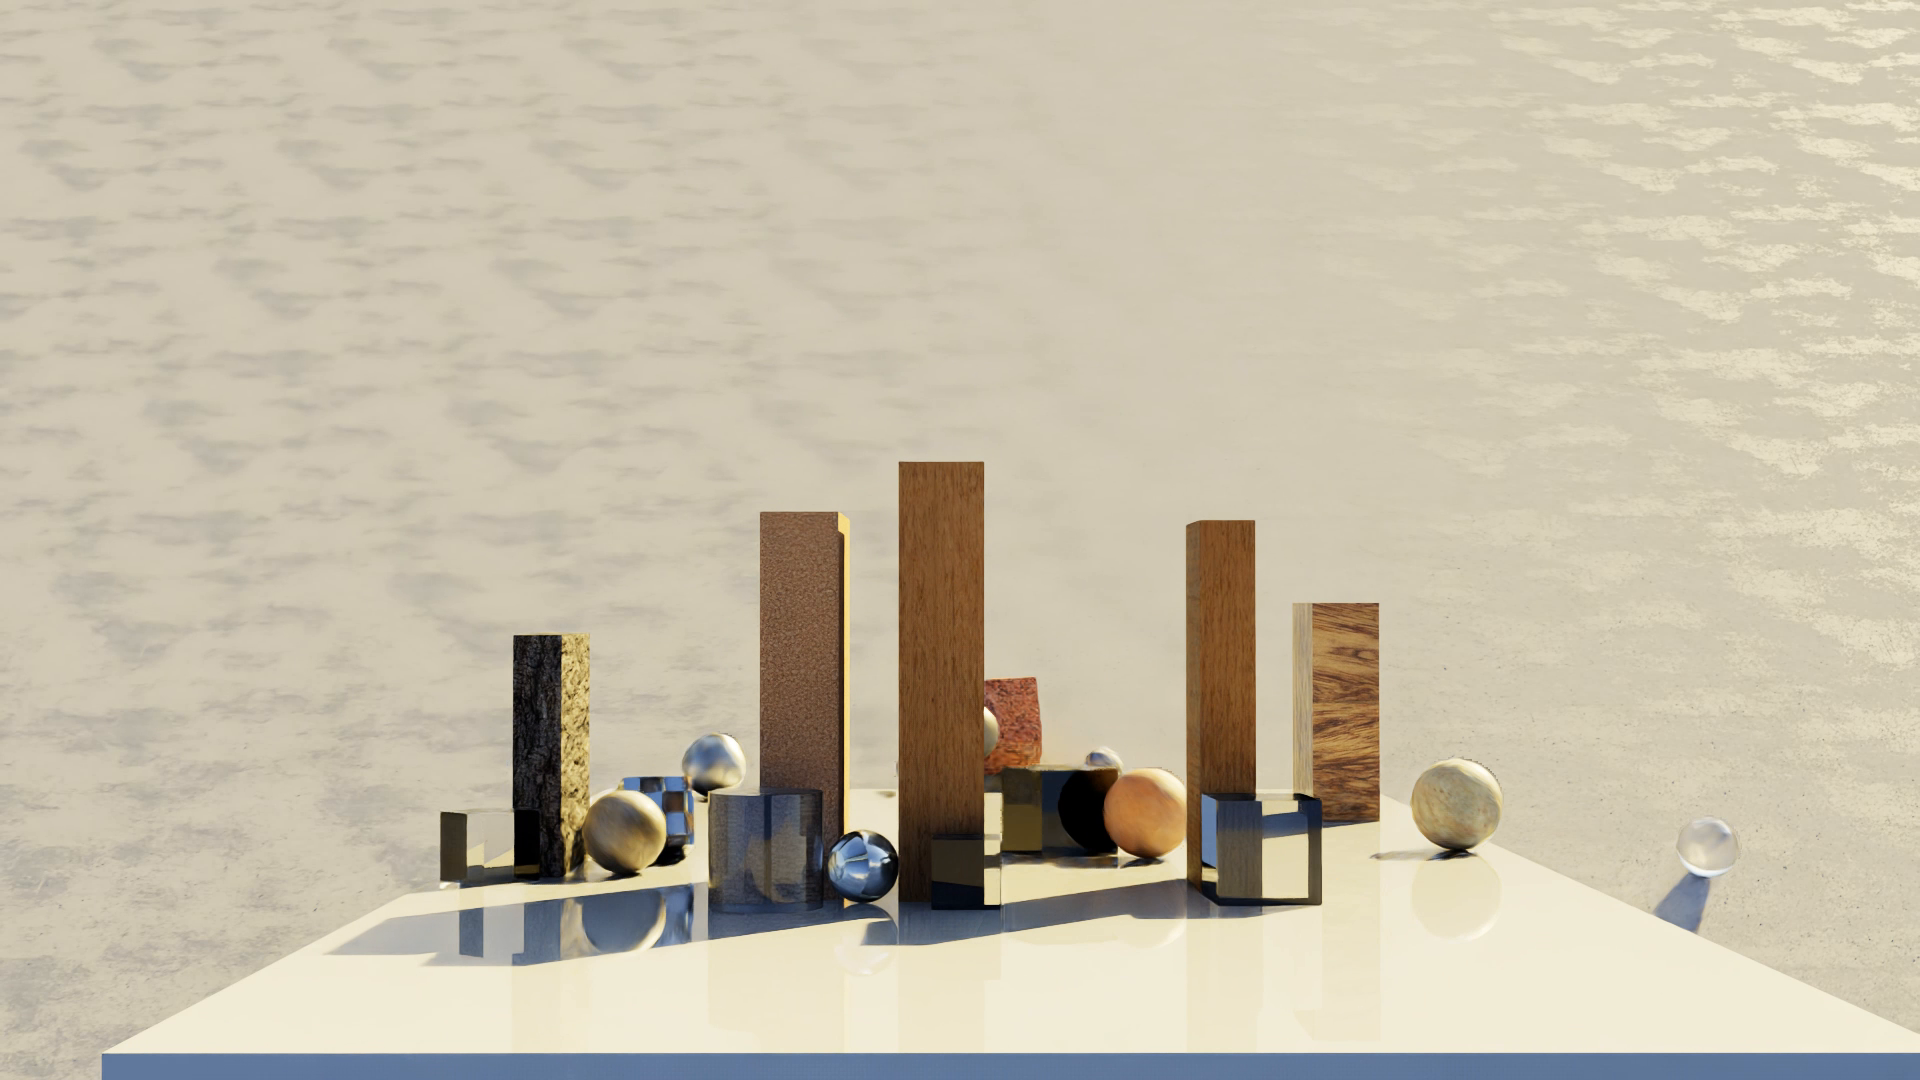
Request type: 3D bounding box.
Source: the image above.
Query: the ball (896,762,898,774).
[{"bbox_3d":[-0.110,0.595,6.765,0.113,0.113,0.113,0,34,0],"label":"ball"}]

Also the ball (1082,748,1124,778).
[{"bbox_3d":[0.373,0.597,6.754,0.108,0.108,0.108,0,34,0],"label":"ball"}]

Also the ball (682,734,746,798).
[{"bbox_3d":[-0.615,0.565,6.497,0.161,0.161,0.161,0,34,0],"label":"ball"}]

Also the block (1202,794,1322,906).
[{"bbox_3d":[0.492,0.504,4.245,0.168,0.168,0.168,0,-1,-4],"label":"block"}]

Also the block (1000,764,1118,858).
[{"bbox_3d":[0.192,0.526,5.050,0.166,0.166,0.166,1,-2,-28],"label":"block"}]

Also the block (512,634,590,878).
[{"bbox_3d":[-0.750,0.387,4.773,0.086,0.429,0.348,0,-1,0],"label":"block"}]

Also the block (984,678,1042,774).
[{"bbox_3d":[0.115,0.499,6.945,0.186,0.186,0.186,-3,58,-3],"label":"block"}]

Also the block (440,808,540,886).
[{"bbox_3d":[-0.822,0.535,4.538,0.122,0.122,0.122,-1,-2,41],"label":"block"}]

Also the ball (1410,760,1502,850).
[{"bbox_3d":[0.976,0.521,5.104,0.179,0.179,0.179,0,34,0],"label":"ball"}]

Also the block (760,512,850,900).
[{"bbox_3d":[-0.264,0.276,4.462,0.129,0.635,0.426,0,-1,0],"label":"block"}]

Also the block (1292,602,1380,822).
[{"bbox_3d":[0.860,0.388,5.958,0.149,0.487,0.346,0,-1,0],"label":"block"}]

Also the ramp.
[{"bbox_3d":[0.075,0.652,4.793,2.000,0.100,4.000,0,-1,0],"label":"ramp"}]

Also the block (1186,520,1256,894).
[{"bbox_3d":[0.448,0.282,4.468,0.093,0.624,0.266,0,-1,0],"label":"block"}]

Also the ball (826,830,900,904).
[{"bbox_3d":[-0.157,0.528,4.200,0.119,0.119,0.119,0,34,0],"label":"ball"}]

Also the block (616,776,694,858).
[{"bbox_3d":[-0.578,0.525,4.904,0.130,0.130,0.130,0,73,-14],"label":"block"}]

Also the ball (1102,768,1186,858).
[{"bbox_3d":[0.358,0.520,4.947,0.172,0.172,0.172,0,34,0],"label":"ball"}]

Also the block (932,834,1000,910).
[{"bbox_3d":[0.010,0.531,4.161,0.110,0.110,0.110,0,-1,0],"label":"block"}]

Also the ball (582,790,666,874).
[{"bbox_3d":[-0.603,0.524,4.664,0.150,0.150,0.150,0,34,0],"label":"ball"}]

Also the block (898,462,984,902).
[{"bbox_3d":[-0.030,0.235,4.409,0.140,0.716,0.372,0,-1,0],"label":"block"}]

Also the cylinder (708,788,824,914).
[{"bbox_3d":[-0.310,0.494,4.152,0.184,0.184,0.184,0,-1,0],"label":"cylinder"}]

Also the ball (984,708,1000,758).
[{"bbox_3d":[0.025,0.500,6.744,0.152,0.152,0.152,0,34,0],"label":"ball"}]

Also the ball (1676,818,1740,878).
[{"bbox_3d":[1.904,0.783,6.608,0.154,0.154,0.154,0,34,0],"label":"ball"}]
